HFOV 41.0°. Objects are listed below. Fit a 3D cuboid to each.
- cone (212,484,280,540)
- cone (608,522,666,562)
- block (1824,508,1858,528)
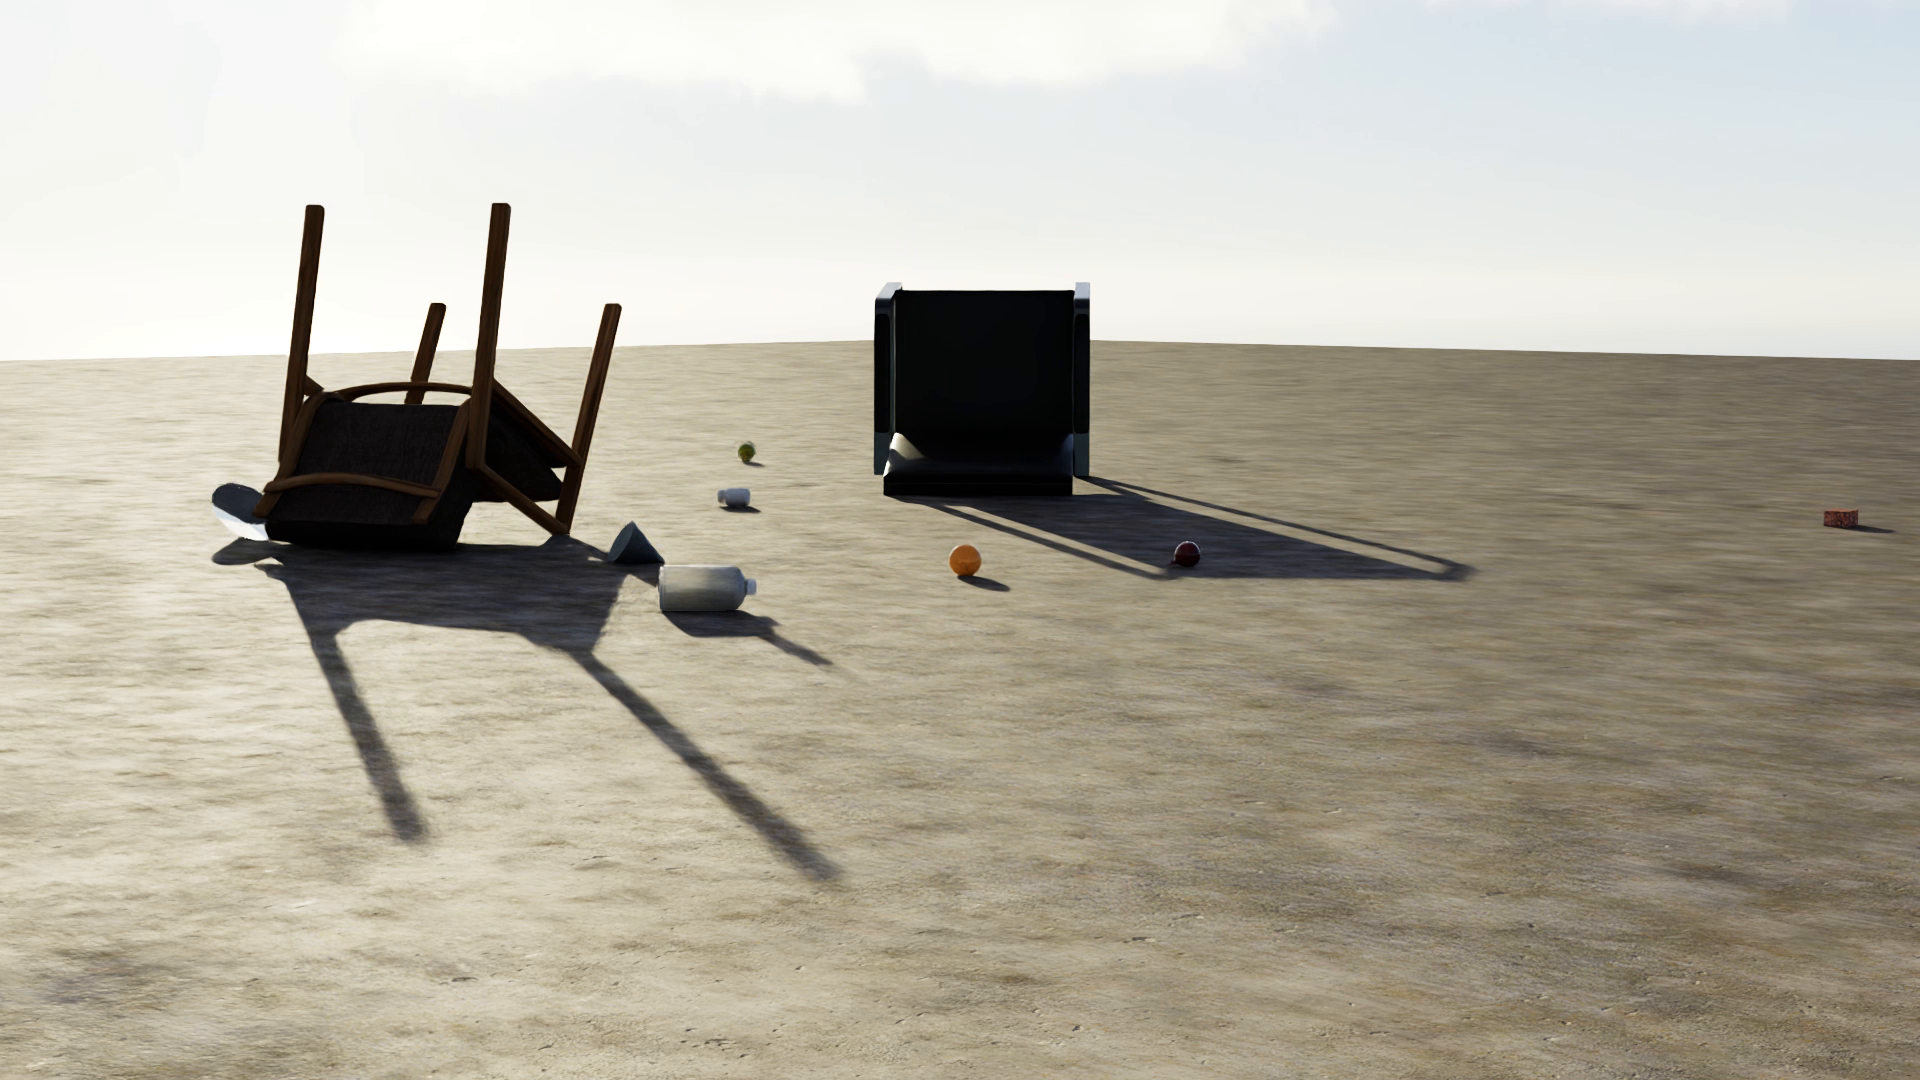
[{"bbox_3d":[-1.808,-0.046,6.512,0.187,0.120,0.204,35,-19,-2],"label":"cone"},{"bbox_3d":[-0.729,0.027,5.904,0.115,0.098,0.171,25,-23,-18],"label":"cone"},{"bbox_3d":[2.331,-0.059,6.787,0.064,0.040,0.085,4,7,36],"label":"block"}]
